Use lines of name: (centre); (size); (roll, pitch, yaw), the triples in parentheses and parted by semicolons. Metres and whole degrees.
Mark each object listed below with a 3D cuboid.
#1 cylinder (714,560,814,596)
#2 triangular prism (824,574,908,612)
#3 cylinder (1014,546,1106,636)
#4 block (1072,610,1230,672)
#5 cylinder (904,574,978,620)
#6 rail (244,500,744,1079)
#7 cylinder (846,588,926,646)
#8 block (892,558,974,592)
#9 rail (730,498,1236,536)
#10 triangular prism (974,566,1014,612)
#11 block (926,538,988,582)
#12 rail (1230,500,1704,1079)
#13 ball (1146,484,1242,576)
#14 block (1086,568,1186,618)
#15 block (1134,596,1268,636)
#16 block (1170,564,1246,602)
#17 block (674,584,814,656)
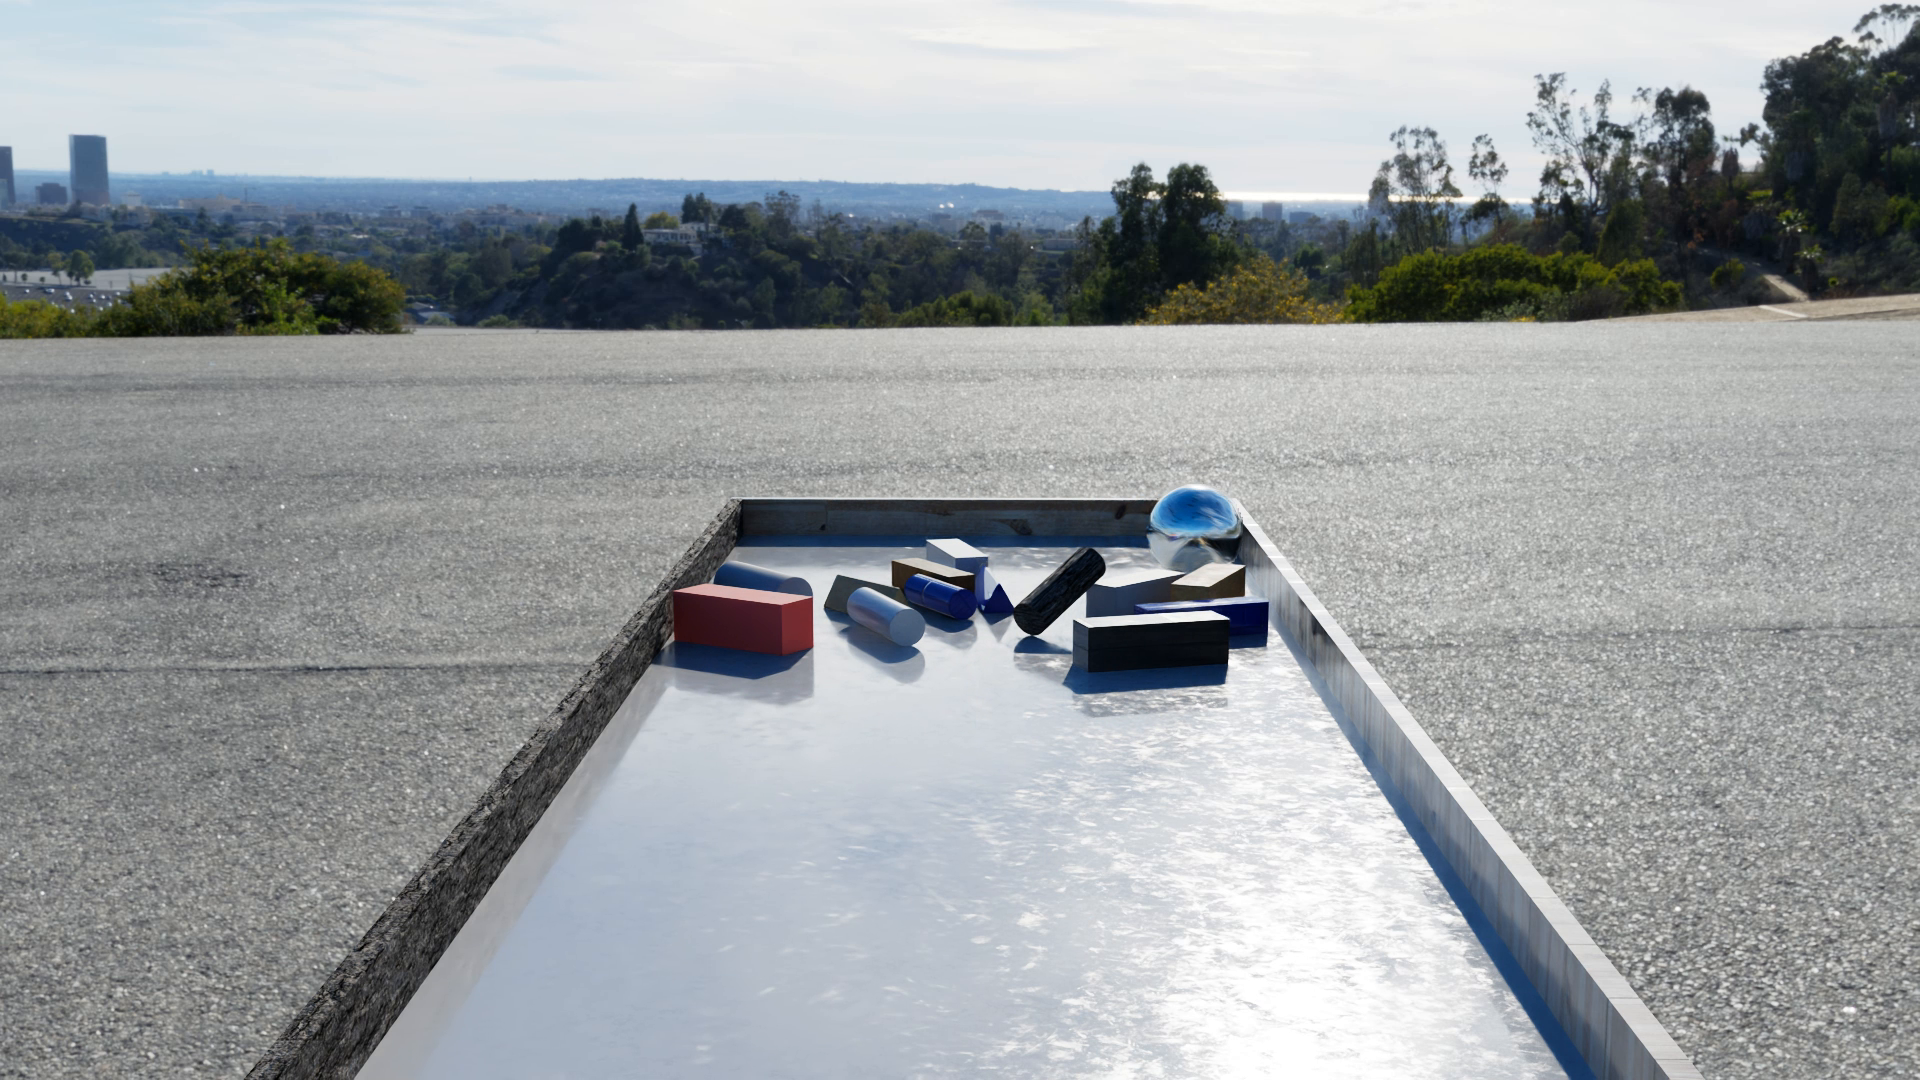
cylinder: (-0.668, 0.172, 7.438); (0.152, 0.152, 0.397); (-7, 11, -36)
triangular prism: (-0.311, 0.191, 7.441); (0.124, 0.107, 0.346); (-8, 12, -39)
cylinder: (0.326, 0.165, 7.169); (0.120, 0.120, 0.374); (7, 33, 37)
block: (0.576, 0.306, 6.640); (0.452, 0.138, 0.138); (-3, 9, -16)
cylinder: (-0.067, 0.192, 7.466); (0.104, 0.104, 0.336); (-5, 10, -28)
rail: (-1.004, 0.839, 3.234); (0.050, 0.150, 12.000); (0, 9, 1)
cylinder: (-0.241, 0.245, 7.079); (0.121, 0.121, 0.407); (-4, 10, -22)
block: (-0.097, 0.147, 7.746); (0.105, 0.105, 0.407); (-5, 10, -30)
rail: (0.099, -0.098, 9.147); (2.100, 0.150, 0.050); (0, 9, 1)
triangular prism: (0.109, 0.167, 7.622); (0.114, 0.099, 0.378); (-1, 9, -7)
block: (-0.012, 0.090, 8.055); (0.122, 0.122, 0.416); (-2, 9, -15)
rail: (1.046, 0.843, 3.208); (0.050, 0.150, 12.000); (0, 9, 1)
ball: (0.861, -0.030, 8.092); (0.346, 0.346, 0.346); (0, 9, 0)
block: (0.594, 0.190, 7.408); (0.127, 0.127, 0.375); (8, 12, 43)
block: (0.777, 0.254, 7.076); (0.429, 0.104, 0.104); (-3, 10, -20)
block: (0.843, 0.181, 7.444); (0.132, 0.132, 0.444); (4, 10, 22)
block: (-0.684, 0.249, 6.930); (0.433, 0.160, 0.160); (6, 11, 33)
